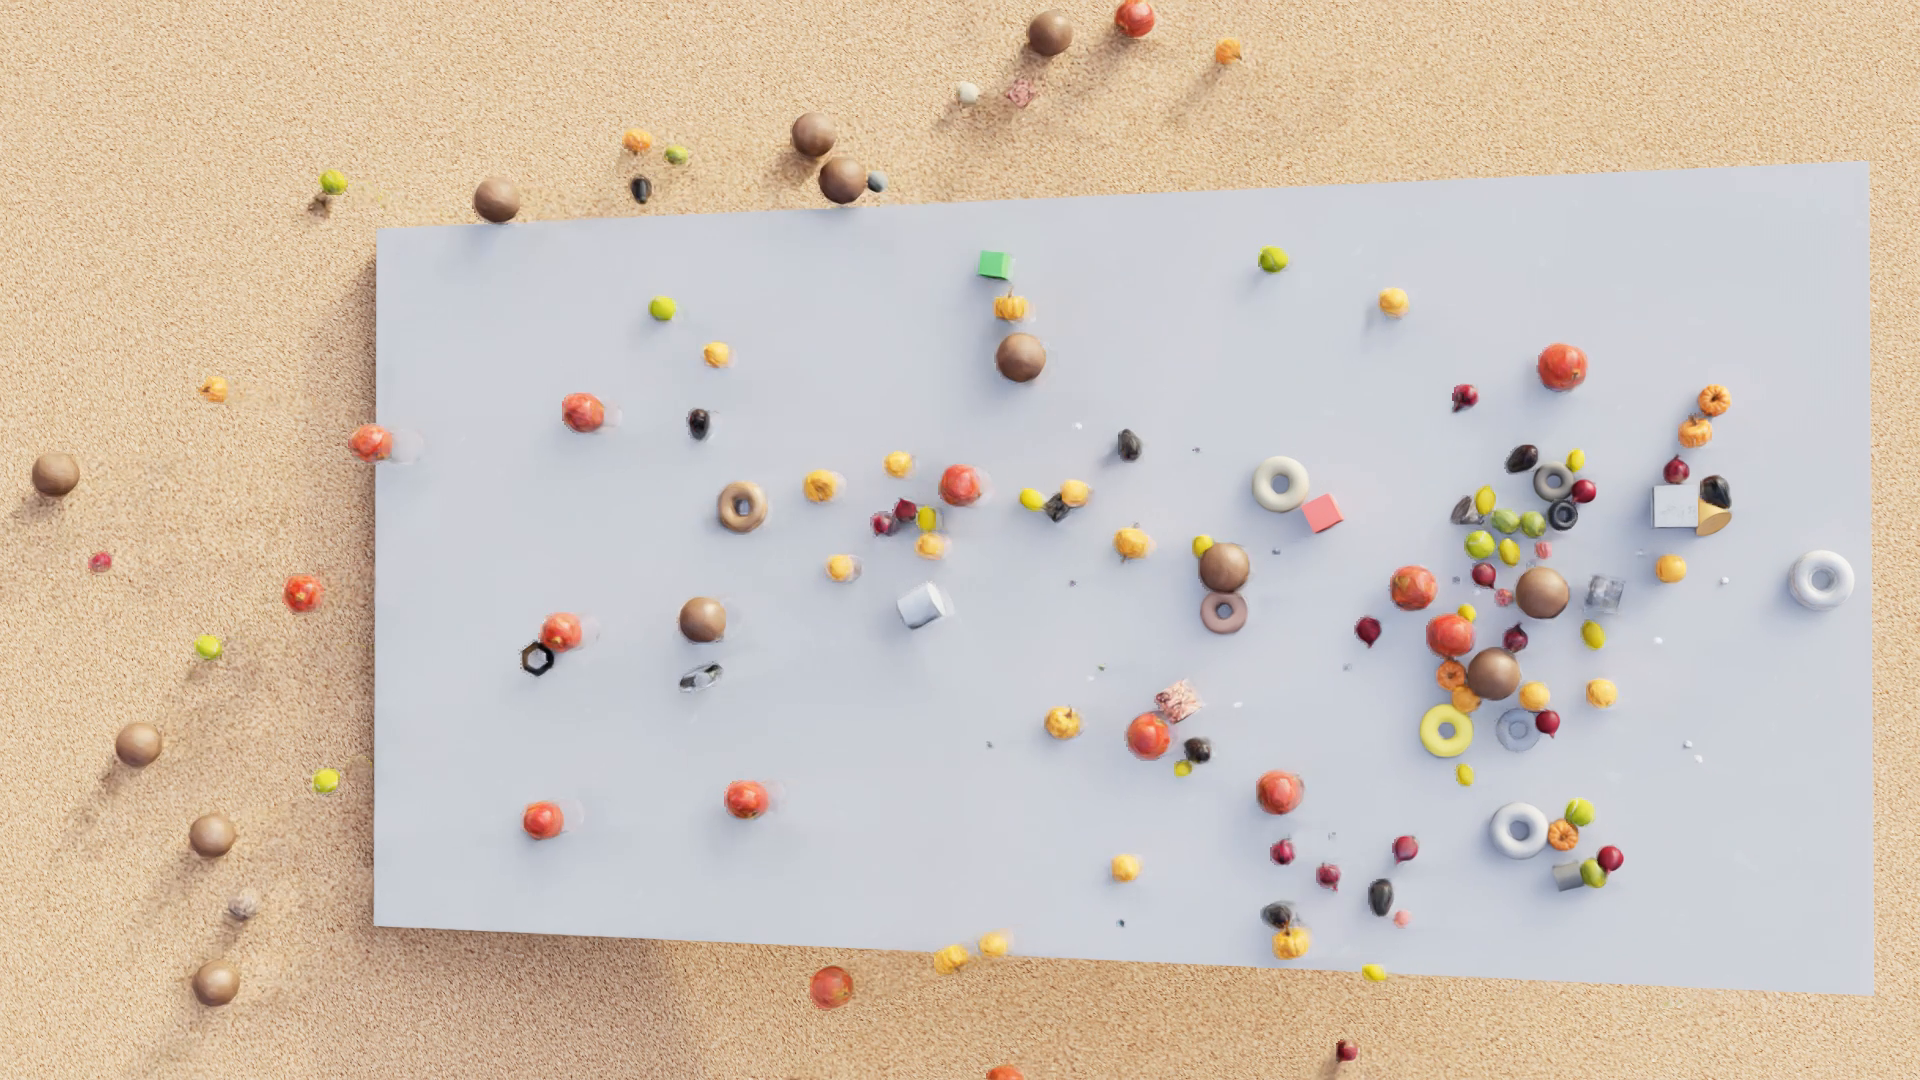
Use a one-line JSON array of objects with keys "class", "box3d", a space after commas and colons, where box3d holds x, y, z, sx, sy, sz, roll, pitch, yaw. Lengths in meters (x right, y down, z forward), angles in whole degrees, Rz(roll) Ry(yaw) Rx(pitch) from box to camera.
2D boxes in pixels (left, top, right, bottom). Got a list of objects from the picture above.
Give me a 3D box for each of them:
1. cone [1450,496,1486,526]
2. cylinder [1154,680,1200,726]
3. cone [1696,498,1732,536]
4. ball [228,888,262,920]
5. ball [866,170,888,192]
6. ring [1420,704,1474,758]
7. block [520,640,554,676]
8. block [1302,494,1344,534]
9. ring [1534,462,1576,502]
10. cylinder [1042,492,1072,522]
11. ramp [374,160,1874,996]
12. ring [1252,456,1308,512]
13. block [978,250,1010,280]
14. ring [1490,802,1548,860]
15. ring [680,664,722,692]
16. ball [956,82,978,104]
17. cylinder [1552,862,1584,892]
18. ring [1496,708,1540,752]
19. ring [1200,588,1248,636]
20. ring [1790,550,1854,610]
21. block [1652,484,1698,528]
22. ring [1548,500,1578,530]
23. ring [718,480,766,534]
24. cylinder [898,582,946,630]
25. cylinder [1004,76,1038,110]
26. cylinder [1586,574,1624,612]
[{"class": "cone", "box3d": [1.282, -0.056, 5.493, 0.079, 0.079, 0.079, 30, 89, -13]}, {"class": "cylinder", "box3d": [0.561, 0.417, 5.655, 0.086, 0.086, 0.086, -32, 81, 0]}, {"class": "cone", "box3d": [1.812, -0.074, 5.348, 0.091, 0.091, 0.091, -22, 56, 0]}, {"class": "ball", "box3d": [-2.065, 1.050, 6.346, 0.094, 0.094, 0.094, 0, 89, 0]}, {"class": "ball", "box3d": [-0.222, -0.968, 5.937, 0.059, 0.059, 0.059, 0, 89, 0]}, {"class": "ring", "box3d": [1.216, 0.478, 5.499, 0.132, 0.044, 0.132, 0, 89, 15]}, {"class": "block", "box3d": [-1.170, 0.328, 6.087, 0.061, 0.061, 0.061, -33, 49, 21]}, {"class": "block", "box3d": [0.918, -0.068, 5.571, 0.075, 0.075, 0.075, -27, 82, 13]}, {"class": "ring", "box3d": [1.471, -0.144, 5.445, 0.101, 0.034, 0.101, 0, 89, 17]}, {"class": "cylinder", "box3d": [0.253, -0.086, 5.763, 0.054, 0.054, 0.054, -42, 89, -5]}, {"class": "ramp", "box3d": [0.266, 0.097, 5.836, 4.000, 0.100, 2.000, 0, 89, 15]}, {"class": "ring", "box3d": [0.817, -0.142, 5.614, 0.146, 0.049, 0.146, -1, 88, 16]}, {"class": "block", "box3d": [0.090, -0.727, 5.812, 0.063, 0.063, 0.063, 8, 91, 15]}, {"class": "ring", "box3d": [1.385, 0.721, 5.448, 0.144, 0.048, 0.144, -1, 88, 16]}, {"class": "ring", "box3d": [-0.702, 0.374, 5.974, 0.124, 0.124, 0.041, -23, 101, 0]}, {"class": "ball", "box3d": [0.023, -1.300, 6.396, 0.064, 0.064, 0.064, 0, 89, 0]}, {"class": "cylinder", "box3d": [1.496, 0.828, 5.409, 0.061, 0.061, 0.061, -16, 89, 15]}, {"class": "ring", "box3d": [1.385, 0.472, 5.458, 0.108, 0.036, 0.108, 0, 89, 14]}, {"class": "ring", "box3d": [0.678, 0.184, 5.651, 0.122, 0.041, 0.122, -1, 88, 15]}, {"class": "ring", "box3d": [2.067, 0.097, 5.272, 0.145, 0.048, 0.145, 0, 91, 15]}, {"class": "block", "box3d": [1.736, -0.081, 5.338, 0.099, 0.099, 0.099, -1, 89, 15]}, {"class": "ring", "box3d": [1.488, -0.060, 5.432, 0.077, 0.026, 0.077, -1, 94, -10]}, {"class": "ring", "box3d": [-0.594, -0.090, 5.996, 0.144, 0.048, 0.144, 0, 89, 16]}, {"class": "cylinder", "box3d": [-0.102, 0.176, 5.835, 0.093, 0.093, 0.093, -28, 89, 13]}, {"class": "cylinder", "box3d": [0.178, -1.292, 6.356, 0.072, 0.072, 0.072, 40, 98, 1]}, {"class": "cylinder", "box3d": [1.581, 0.129, 5.388, 0.077, 0.077, 0.077, 14, 93, 0]}]
